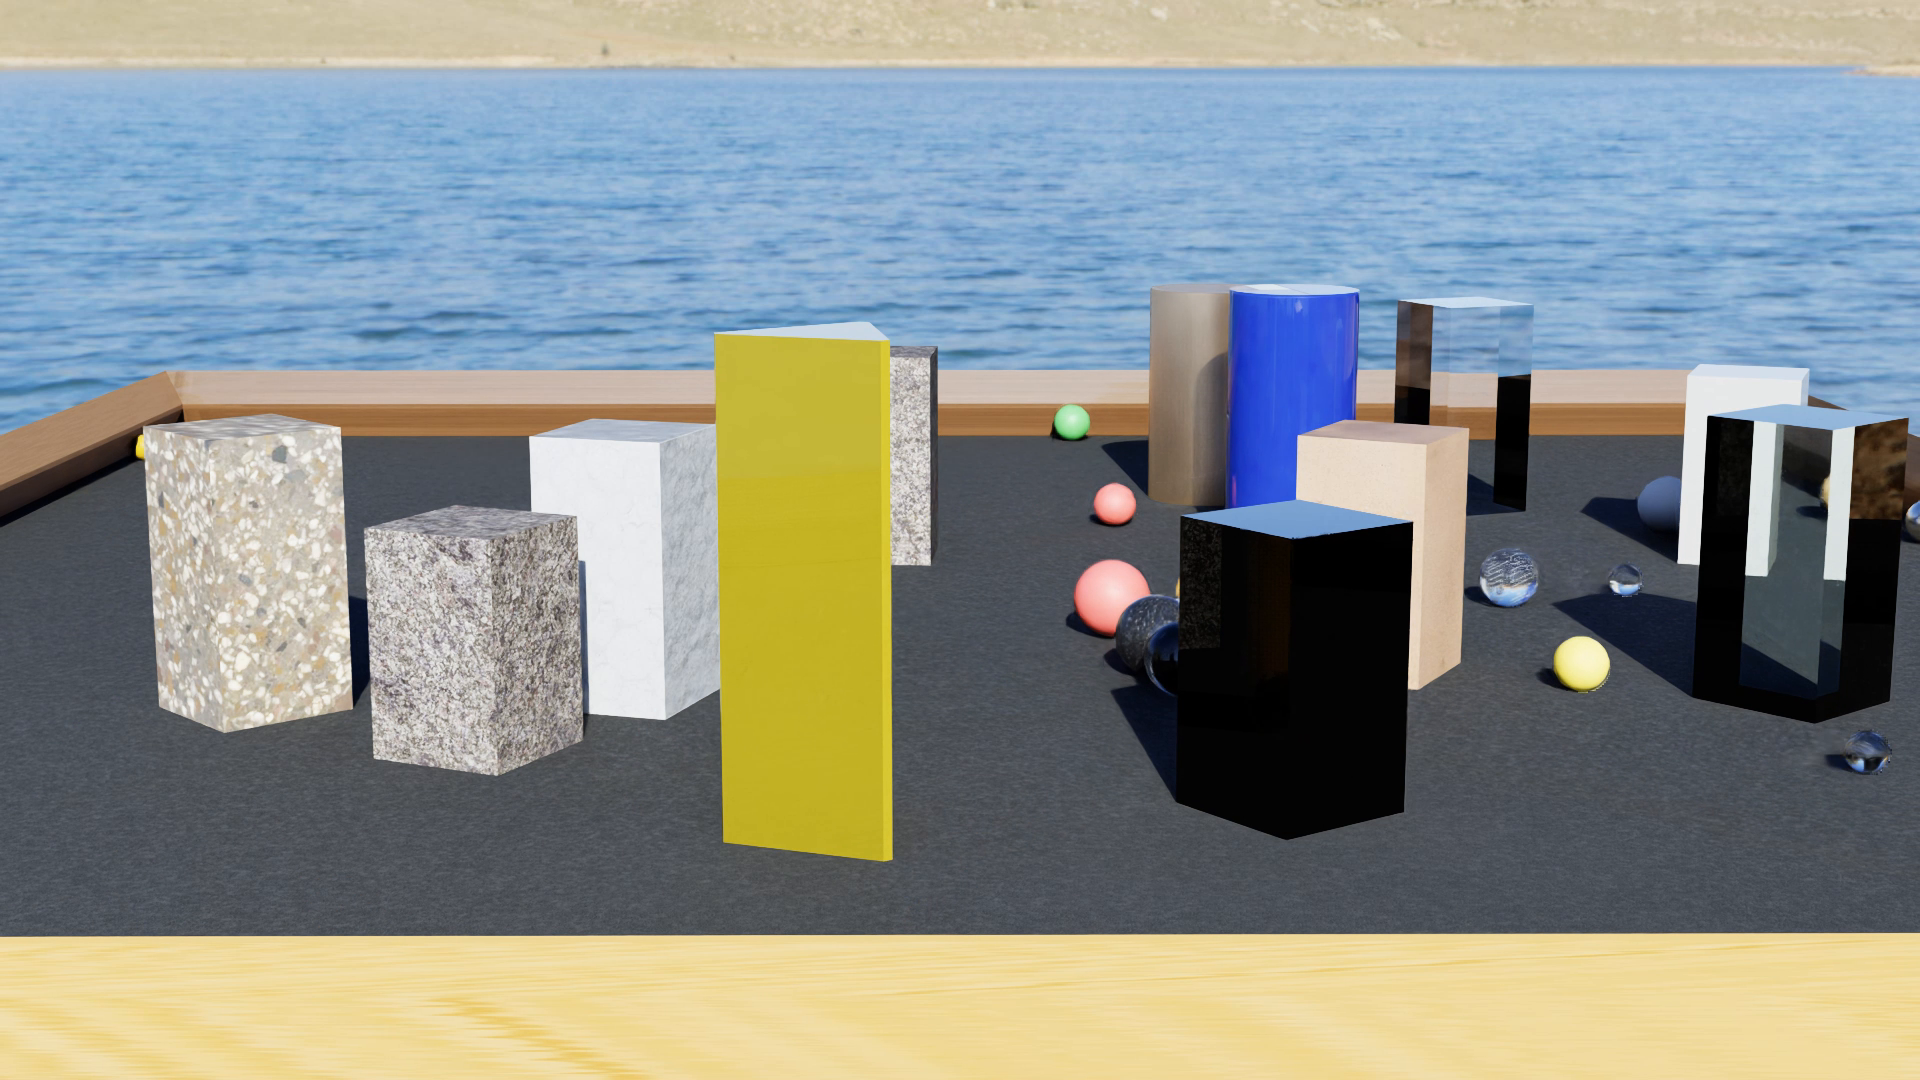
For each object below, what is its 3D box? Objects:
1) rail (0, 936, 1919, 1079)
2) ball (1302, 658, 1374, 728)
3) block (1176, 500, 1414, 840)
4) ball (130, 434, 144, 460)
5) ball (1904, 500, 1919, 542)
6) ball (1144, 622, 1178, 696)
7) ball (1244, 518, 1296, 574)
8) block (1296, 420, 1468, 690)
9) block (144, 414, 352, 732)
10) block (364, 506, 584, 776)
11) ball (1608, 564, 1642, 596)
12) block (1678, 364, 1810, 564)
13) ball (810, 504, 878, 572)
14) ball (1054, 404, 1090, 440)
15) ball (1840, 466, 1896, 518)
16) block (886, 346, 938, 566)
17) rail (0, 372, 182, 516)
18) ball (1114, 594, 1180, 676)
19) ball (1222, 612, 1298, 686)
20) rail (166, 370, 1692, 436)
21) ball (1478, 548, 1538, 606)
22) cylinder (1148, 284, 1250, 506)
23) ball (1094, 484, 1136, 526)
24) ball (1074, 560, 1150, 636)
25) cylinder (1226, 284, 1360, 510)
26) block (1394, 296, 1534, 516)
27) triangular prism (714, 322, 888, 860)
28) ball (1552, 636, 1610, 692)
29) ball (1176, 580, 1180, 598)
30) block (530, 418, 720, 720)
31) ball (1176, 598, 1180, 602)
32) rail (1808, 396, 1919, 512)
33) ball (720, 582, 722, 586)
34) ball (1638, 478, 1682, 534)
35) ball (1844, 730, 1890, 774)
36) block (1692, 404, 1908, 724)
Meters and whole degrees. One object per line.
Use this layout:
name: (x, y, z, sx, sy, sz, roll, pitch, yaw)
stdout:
rail: (0.010, 0.335, 1.815, 3.133, 0.129, 0.045, 0, 10, 0)
ball: (0.420, 0.170, 2.852, 0.079, 0.079, 0.079, 0, 10, 0)
block: (0.328, 0.122, 2.526, 0.159, 0.292, 0.159, -8, 13, -36)
ball: (-1.526, -0.174, 4.797, 0.048, 0.048, 0.048, 0, 10, 0)
ball: (1.494, -0.029, 3.953, 0.070, 0.070, 0.070, 0, 10, 0)
ball: (0.259, 0.138, 3.002, 0.087, 0.087, 0.087, 0, 10, 0)
ball: (0.453, 0.008, 3.725, 0.082, 0.082, 0.082, 0, 10, 0)
block: (0.510, 0.014, 3.112, 0.159, 0.292, 0.159, 6, 12, 28)
block: (-0.809, 0.033, 2.918, 0.159, 0.326, 0.159, -9, 14, -42)
block: (-0.518, 0.103, 2.747, 0.159, 0.249, 0.159, 5, 12, 25)
ball: (0.925, 0.055, 3.568, 0.045, 0.045, 0.045, 0, 10, 0)
block: (1.168, -0.111, 3.821, 0.159, 0.280, 0.159, 4, 11, 22)
ball: (-0.168, -0.003, 3.738, 0.097, 0.097, 0.097, 0, 10, 0)
ball: (0.221, -0.231, 5.042, 0.071, 0.071, 0.071, 0, 10, 0)
ball: (1.477, -0.078, 4.176, 0.087, 0.087, 0.087, 0, 10, 0)
block: (-0.118, -0.129, 3.843, 0.159, 0.308, 0.159, 1, 10, 4)
rail: (-1.543, 0.035, 3.440, 0.045, 0.129, 3.369, 0, 10, 0)
ball: (0.236, 0.116, 3.091, 0.100, 0.100, 0.100, 0, 10, 0)
ball: (0.356, 0.130, 3.044, 0.089, 0.089, 0.089, 0, 10, 0)
rail: (-0.010, -0.269, 5.082, 3.133, 0.129, 0.045, 0, 10, 0)
ball: (0.747, 0.051, 3.493, 0.080, 0.080, 0.080, 0, 10, 0)
cylinder: (0.421, -0.250, 4.362, 0.199, 0.356, 0.199, 0, 10, 0)
ball: (0.248, -0.057, 4.110, 0.068, 0.068, 0.068, 0, 10, 0)
ball: (0.196, 0.075, 3.311, 0.099, 0.099, 0.099, 0, 10, 0)
cylinder: (0.514, -0.195, 3.977, 0.199, 0.387, 0.199, 0, 10, 0)
block: (0.832, -0.223, 4.257, 0.159, 0.342, 0.159, -4, 11, -22)
triangular prism: (-0.119, 0.041, 2.436, 0.172, 0.484, 0.149, 4, 11, 21)
ball: (0.732, 0.146, 3.025, 0.065, 0.065, 0.065, 0, 10, 0)
ball: (0.321, 0.068, 3.464, 0.058, 0.058, 0.058, 0, 10, 0)
block: (-0.384, 0.030, 2.963, 0.159, 0.315, 0.159, 3, 11, 18)
ball: (0.286, 0.105, 3.231, 0.069, 0.069, 0.069, 0, 10, 0)
rail: (1.543, 0.032, 3.457, 0.045, 0.129, 3.369, 0, 10, 0)
ball: (-0.353, 0.061, 3.522, 0.049, 0.049, 0.049, 0, 10, 0)
ball: (1.112, -0.053, 4.031, 0.090, 0.090, 0.090, 0, 10, 0)
ball: (0.944, 0.221, 2.673, 0.044, 0.044, 0.044, 0, 10, 0)
block: (0.967, 0.022, 2.956, 0.159, 0.332, 0.159, -9, 14, -40)
